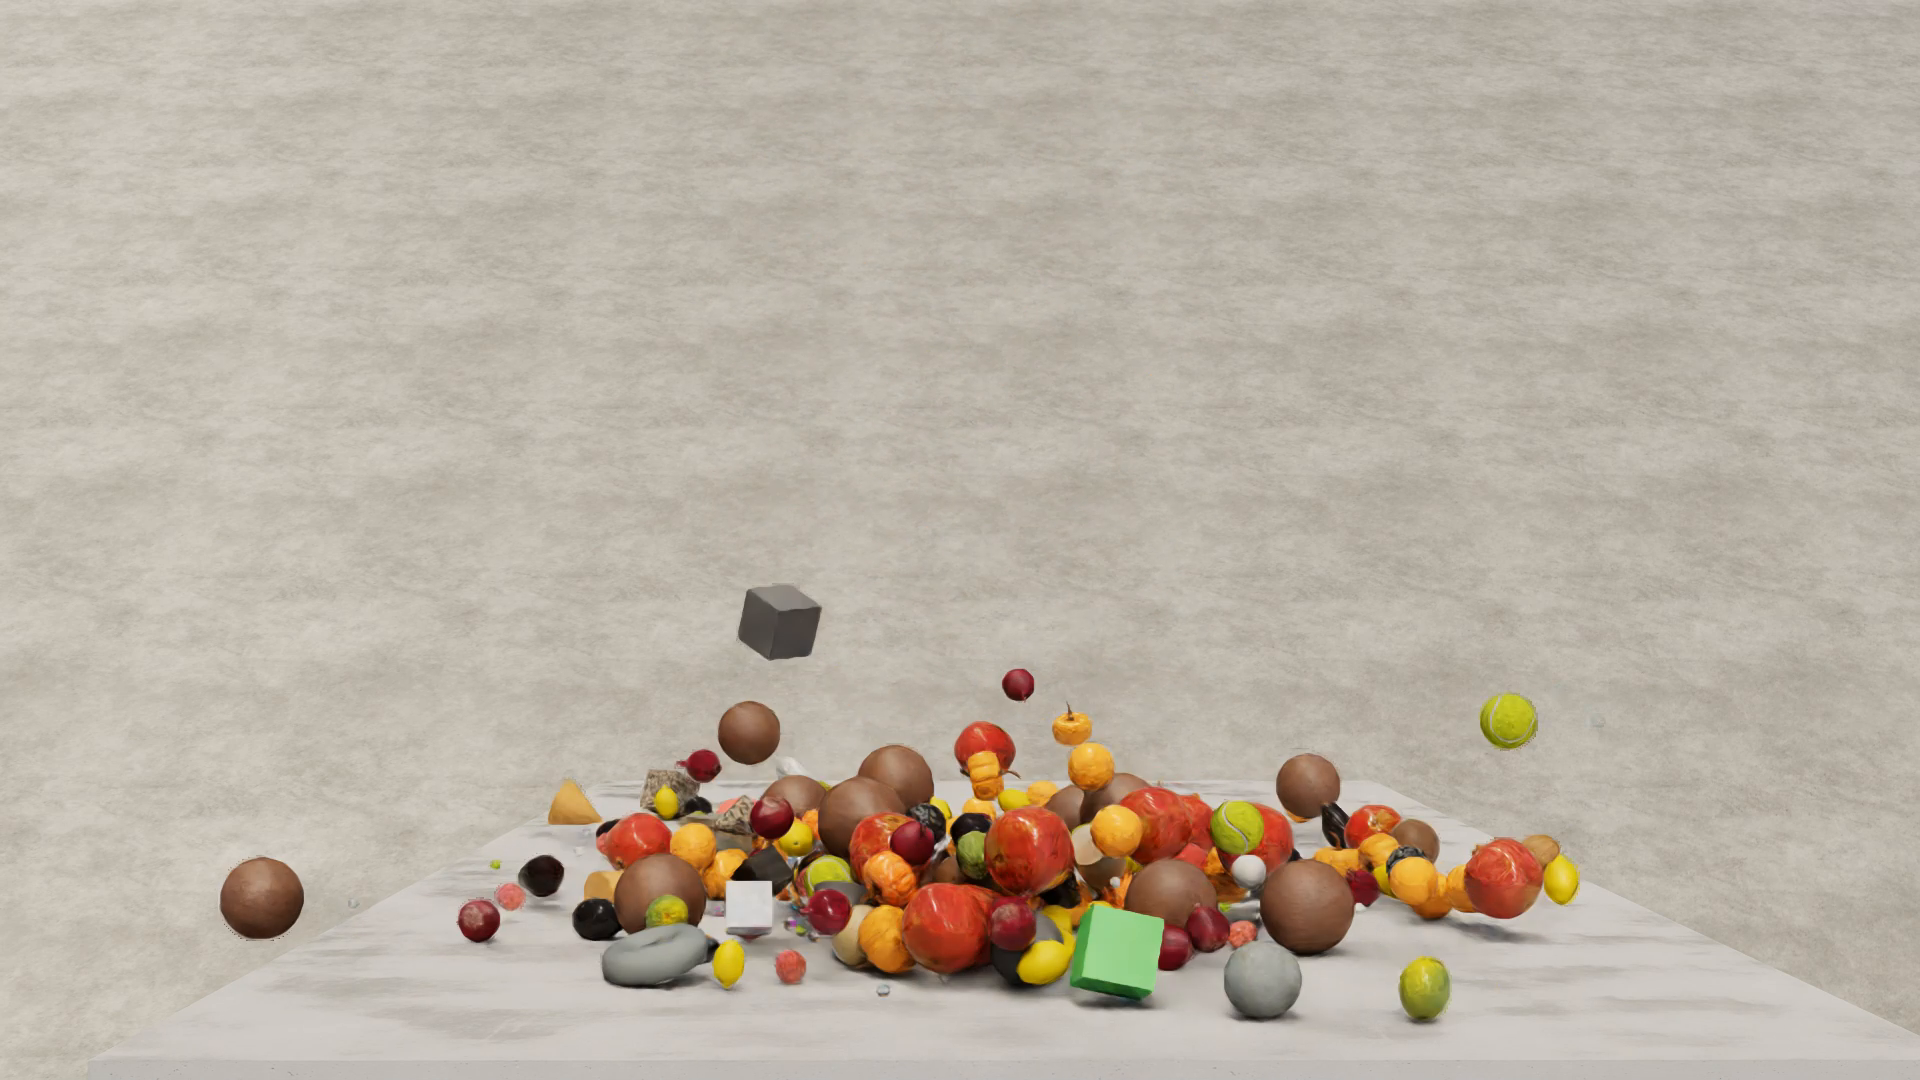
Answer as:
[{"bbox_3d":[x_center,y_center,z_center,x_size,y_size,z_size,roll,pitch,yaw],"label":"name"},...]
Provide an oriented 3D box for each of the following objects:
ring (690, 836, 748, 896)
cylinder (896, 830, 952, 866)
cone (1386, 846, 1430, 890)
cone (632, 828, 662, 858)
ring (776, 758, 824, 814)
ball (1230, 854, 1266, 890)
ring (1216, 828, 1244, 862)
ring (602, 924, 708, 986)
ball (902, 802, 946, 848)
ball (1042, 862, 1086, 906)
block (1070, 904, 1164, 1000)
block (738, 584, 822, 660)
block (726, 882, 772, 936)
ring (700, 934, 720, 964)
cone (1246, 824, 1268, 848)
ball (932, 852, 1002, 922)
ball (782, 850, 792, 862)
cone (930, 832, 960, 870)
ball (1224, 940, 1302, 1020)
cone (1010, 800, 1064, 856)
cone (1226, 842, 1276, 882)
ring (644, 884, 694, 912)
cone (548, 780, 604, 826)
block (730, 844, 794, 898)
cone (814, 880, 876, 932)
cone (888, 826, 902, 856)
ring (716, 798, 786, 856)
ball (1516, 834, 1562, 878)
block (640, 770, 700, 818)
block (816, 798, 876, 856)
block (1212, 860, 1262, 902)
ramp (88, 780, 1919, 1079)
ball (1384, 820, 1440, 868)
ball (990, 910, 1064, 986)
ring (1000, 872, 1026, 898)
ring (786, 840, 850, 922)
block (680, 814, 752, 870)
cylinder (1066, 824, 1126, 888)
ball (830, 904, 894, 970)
[{"bbox_3d":[-0.393,0.532,4.235,0.097,0.097,0.032,-6,-5,-9],"label":"ring"},{"bbox_3d":[-0.060,0.489,4.242,0.065,0.065,0.065,42,37,-7],"label":"cylinder"},{"bbox_3d":[0.694,0.506,3.984,0.067,0.067,0.067,1,-2,1],"label":"cone"},{"bbox_3d":[-0.595,0.578,4.851,0.058,0.058,0.058,6,27,9],"label":"cone"},{"bbox_3d":[-0.356,0.546,5.779,0.048,0.145,0.145,-37,45,-16],"label":"ring"},{"bbox_3d":[0.409,0.471,3.677,0.051,0.051,0.051,0,33,0],"label":"ball"},{"bbox_3d":[0.469,0.542,4.514,0.027,0.082,0.082,7,32,30],"label":"ring"},{"bbox_3d":[-0.388,0.527,3.298,0.139,0.046,0.139,-13,7,2],"label":"ring"},{"bbox_3d":[-0.050,0.399,3.627,0.063,0.063,0.063,0,33,0],"label":"ball"},{"bbox_3d":[0.164,0.542,4.081,0.069,0.069,0.069,0,33,0],"label":"ball"},{"bbox_3d":[0.189,0.497,3.119,0.087,0.087,0.087,12,71,-4],"label":"block"},{"bbox_3d":[-0.318,0.145,4.570,0.096,0.096,0.096,-5,26,-42],"label":"block"},{"bbox_3d":[-0.288,0.502,3.535,0.062,0.062,0.062,0,71,-7],"label":"block"},{"bbox_3d":[-0.373,0.549,3.485,0.102,0.034,0.102,1,-2,0],"label":"ring"},{"bbox_3d":[0.570,0.569,5.003,0.050,0.050,0.050,0,-1,0],"label":"cone"},{"bbox_3d":[0.009,0.478,3.575,0.097,0.097,0.097,0,33,0],"label":"ball"},{"bbox_3d":[-0.257,0.516,4.062,0.062,0.062,0.062,0,33,0],"label":"ball"},{"bbox_3d":[-0.011,0.569,4.588,0.079,0.079,0.079,-23,36,-31],"label":"cone"},{"bbox_3d":[0.352,0.512,3.020,0.091,0.091,0.091,0,33,0],"label":"ball"},{"bbox_3d":[0.121,0.501,4.674,0.097,0.097,0.097,-25,56,-33],"label":"cone"},{"bbox_3d":[0.480,0.563,4.329,0.082,0.082,0.082,7,28,11],"label":"cone"},{"bbox_3d":[-0.469,0.559,4.055,0.108,0.036,0.108,0,-2,0],"label":"ring"},{"bbox_3d":[-0.732,0.530,5.035,0.098,0.098,0.098,23,38,13],"label":"cone"},{"bbox_3d":[-0.278,0.473,3.650,0.054,0.054,0.054,-24,70,-42],"label":"block"},{"bbox_3d":[-0.160,0.510,3.472,0.083,0.083,0.083,4,64,6],"label":"cone"},{"bbox_3d":[-0.104,0.574,4.773,0.070,0.070,0.070,3,20,5],"label":"cone"},{"bbox_3d":[-0.395,0.541,4.893,0.143,0.048,0.143,19,28,-11],"label":"ring"},{"bbox_3d":[1.003,0.547,4.493,0.075,0.075,0.075,0,33,0],"label":"ball"},{"bbox_3d":[-0.629,0.552,5.630,0.082,0.082,0.082,-1,67,36],"label":"block"},{"bbox_3d":[-0.207,0.522,4.721,0.076,0.076,0.076,0,28,-24],"label":"block"},{"bbox_3d":[0.446,0.549,4.169,0.058,0.058,0.058,-1,-1,42],"label":"block"},{"bbox_3d":[0.073,0.639,4.752,2.000,0.100,4.000,0,-1,0],"label":"ramp"},{"bbox_3d":[0.793,0.537,4.547,0.096,0.096,0.096,0,33,0],"label":"ball"},{"bbox_3d":[0.084,0.515,3.272,0.095,0.095,0.095,0,33,0],"label":"ball"},{"bbox_3d":[0.053,0.562,4.224,0.109,0.036,0.109,0,-3,0],"label":"ring"},{"bbox_3d":[-0.209,0.502,3.820,0.042,0.126,0.126,-21,21,33],"label":"ring"},{"bbox_3d":[-0.437,0.541,4.648,0.092,0.092,0.092,-1,-1,39],"label":"block"},{"bbox_3d":[0.197,0.457,3.752,0.068,0.068,0.068,-14,49,17],"label":"cylinder"},{"bbox_3d":[-0.128,0.522,3.416,0.084,0.084,0.084,0,33,0],"label":"ball"}]
